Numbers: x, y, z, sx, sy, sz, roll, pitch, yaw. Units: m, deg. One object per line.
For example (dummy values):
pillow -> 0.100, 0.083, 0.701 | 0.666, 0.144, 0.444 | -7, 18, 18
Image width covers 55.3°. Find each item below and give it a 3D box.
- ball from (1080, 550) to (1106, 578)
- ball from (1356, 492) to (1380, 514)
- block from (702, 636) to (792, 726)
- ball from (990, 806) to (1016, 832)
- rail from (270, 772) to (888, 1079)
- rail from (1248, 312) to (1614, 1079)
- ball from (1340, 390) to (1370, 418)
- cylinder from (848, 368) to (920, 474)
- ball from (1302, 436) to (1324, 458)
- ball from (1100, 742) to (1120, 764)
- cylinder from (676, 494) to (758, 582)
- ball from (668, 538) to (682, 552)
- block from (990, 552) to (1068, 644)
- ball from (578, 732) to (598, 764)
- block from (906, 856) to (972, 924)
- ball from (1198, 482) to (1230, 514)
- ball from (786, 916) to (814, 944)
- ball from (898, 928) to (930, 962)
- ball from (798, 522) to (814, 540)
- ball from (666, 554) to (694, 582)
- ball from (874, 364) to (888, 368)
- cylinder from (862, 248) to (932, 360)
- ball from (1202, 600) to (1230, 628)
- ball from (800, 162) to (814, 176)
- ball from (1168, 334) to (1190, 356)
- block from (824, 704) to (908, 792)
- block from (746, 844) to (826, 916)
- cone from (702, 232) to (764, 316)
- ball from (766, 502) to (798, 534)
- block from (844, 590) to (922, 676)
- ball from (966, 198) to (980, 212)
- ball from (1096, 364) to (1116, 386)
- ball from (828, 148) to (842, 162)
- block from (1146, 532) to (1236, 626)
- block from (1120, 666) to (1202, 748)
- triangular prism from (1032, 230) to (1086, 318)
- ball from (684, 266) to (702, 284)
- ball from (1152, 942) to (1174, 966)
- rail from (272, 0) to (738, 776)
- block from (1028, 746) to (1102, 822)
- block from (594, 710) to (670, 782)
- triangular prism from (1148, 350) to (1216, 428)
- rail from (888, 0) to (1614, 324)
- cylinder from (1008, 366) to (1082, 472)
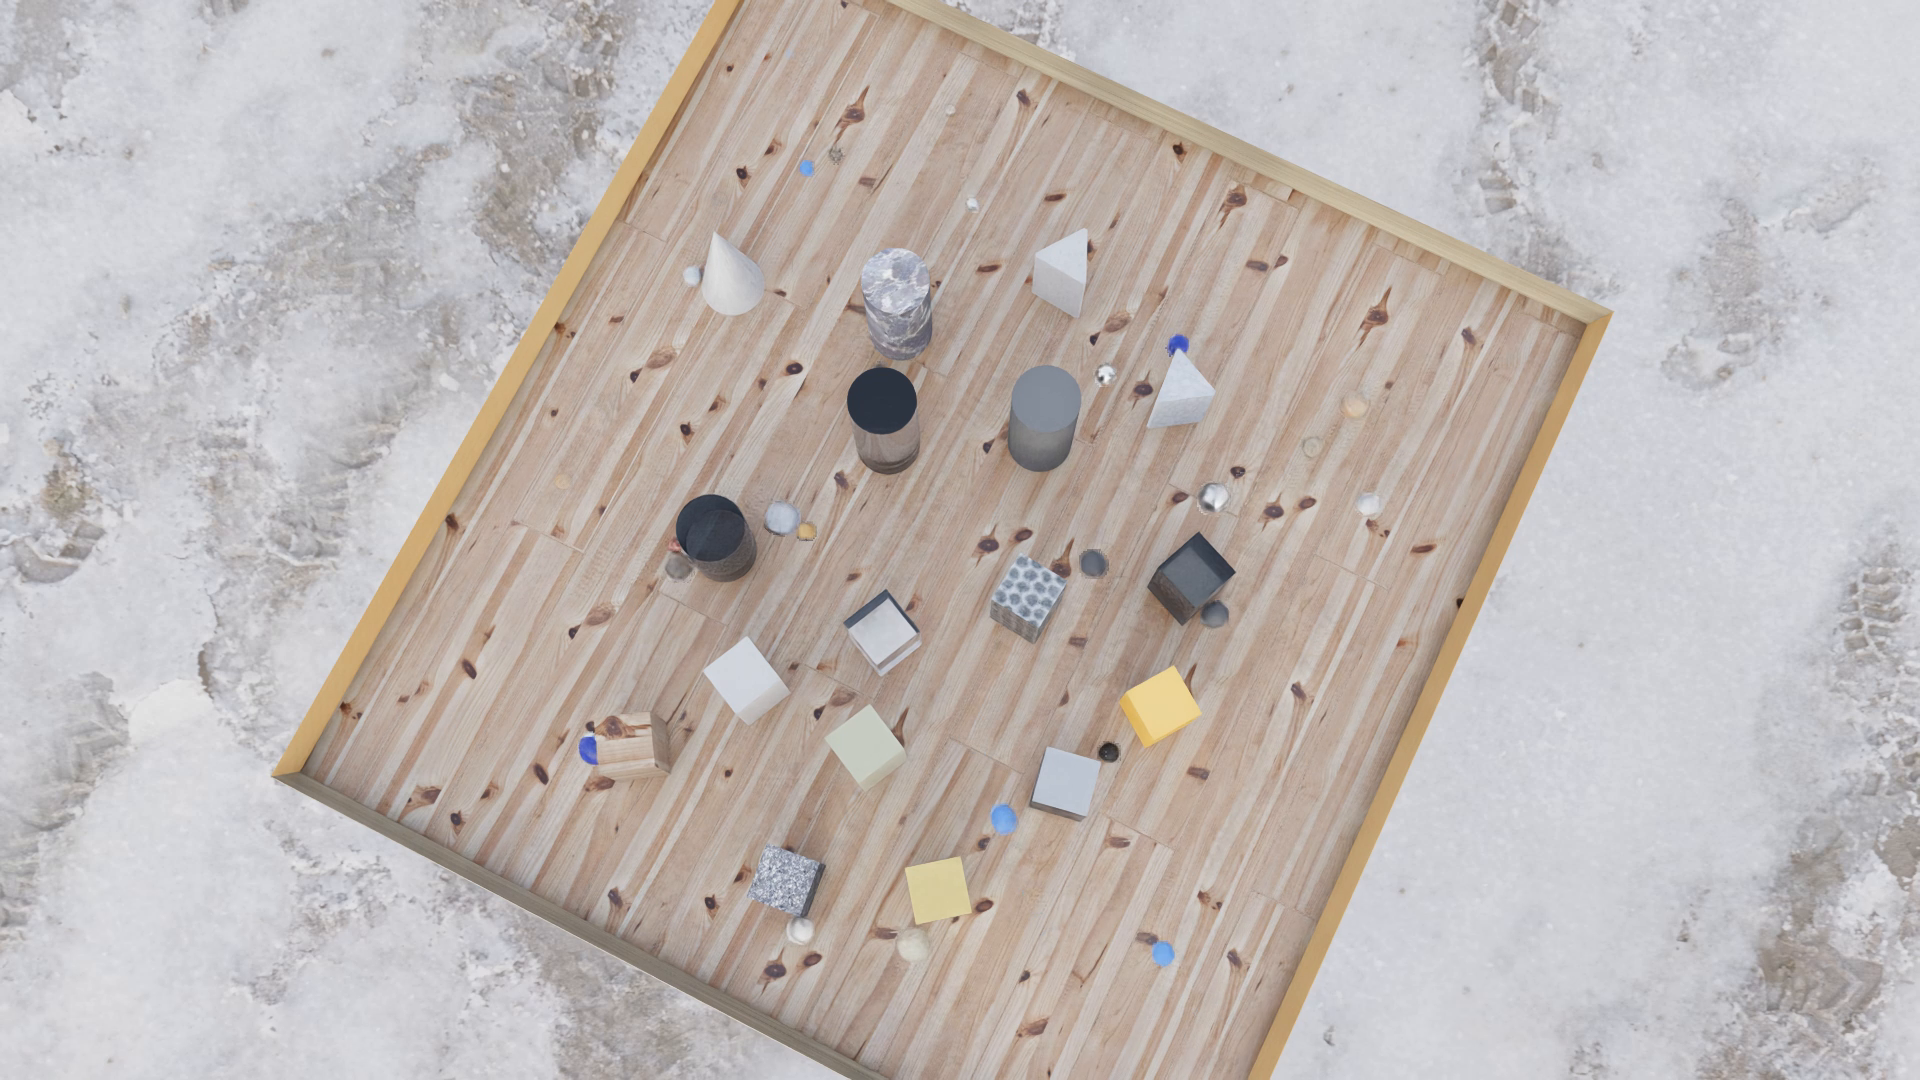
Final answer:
ball -> 0.404, 0.073, 5.560 | 0.082, 0.082, 0.082 | 0, 78, 0
ball -> 1.248, -0.111, 5.605 | 0.069, 0.069, 0.069 | 0, 78, 0
block -> -0.621, 0.416, 5.367 | 0.160, 0.319, 0.160 | -38, 81, -7
ball -> 0.128, 0.822, 5.406 | 0.079, 0.079, 0.079 | 0, 78, 0
rail -> -0.676, 1.331, 5.274 | 2.961, 0.130, 0.045 | 26, 80, 5
rail -> 1.303, 0.645, 5.416 | 0.045, 0.130, 3.072 | 26, 80, 5
ball -> 1.221, -0.419, 5.658 | 0.089, 0.089, 0.089 | 0, 78, 0
cylinder -> -0.222, -0.348, 5.445 | 0.199, 0.478, 0.199 | 0, 78, 0
ball -> 1.086, -0.285, 5.642 | 0.067, 0.067, 0.067 | 0, 78, 0
ball -> 0.444, 0.634, 5.455 | 0.060, 0.060, 0.060 | 0, 78, 0
cylinder -> -0.720, -0.001, 5.448 | 0.199, 0.331, 0.199 | 0, 78, 0
ball -> -0.868, 0.014, 5.590 | 0.047, 0.047, 0.047 | 0, 78, 0
block -> 0.199, 0.177, 5.411 | 0.160, 0.332, 0.160 | 31, 80, 6
ball -> -1.082, 0.618, 5.439 | 0.097, 0.097, 0.097 | 0, 78, 0
block -> -0.061, 1.009, 5.267 | 0.160, 0.275, 0.160 | -11, 79, -2
ball -> 0.776, -0.128, 5.593 | 0.098, 0.098, 0.098 | 0, 78, 0
ball -> -0.467, 1.136, 5.340 | 0.080, 0.080, 0.080 | 0, 78, 0
ball -> -0.133, 1.177, 5.323 | 0.098, 0.098, 0.098 | 0, 78, 0
ball -> -0.470, -0.028, 5.597 | 0.051, 0.051, 0.051 | 0, 78, 0
ball -> -0.848, 0.082, 5.544 | 0.086, 0.086, 0.086 | 0, 78, 0
ball -> -0.244, -0.520, 5.694 | 0.058, 0.058, 0.058 | 0, 78, 0
cylinder -> -0.187, -0.705, 5.529 | 0.199, 0.458, 0.199 | 0, 78, 0
ball -> 0.768, 0.224, 5.515 | 0.083, 0.083, 0.083 | 0, 78, 0
ball -> -0.489, -1.184, 5.839 | 0.045, 0.045, 0.045 | 0, 78, 0
ball -> 0.681, -0.607, 5.708 | 0.067, 0.067, 0.067 | 0, 78, 0
block -> -0.269, 0.606, 5.309 | 0.160, 0.357, 0.160 | -37, 81, -7
block -> -0.498, 0.982, 5.283 | 0.160, 0.255, 0.160 | 20, 79, 4
cone -> -0.716, -0.852, 5.556 | 0.199, 0.465, 0.199 | 0, 78, 0
ball -> -0.542, -0.069, 5.580 | 0.100, 0.100, 0.100 | 0, 78, 0
block -> -0.227, 0.277, 5.425 | 0.160, 0.263, 0.160 | -38, 81, -7
ball -> 0.041, -1.064, 5.815 | 0.043, 0.043, 0.043 | 0, 78, 0
ball -> 0.454, -0.514, 5.689 | 0.067, 0.067, 0.067 | 0, 78, 0
ball -> -0.398, -1.230, 5.849 | 0.044, 0.044, 0.044 | 0, 78, 0
block -> 0.682, 0.118, 5.426 | 0.160, 0.325, 0.160 | -41, 81, -8
block -> 0.586, 0.493, 5.386 | 0.160, 0.251, 0.160 | -28, 80, -6
triangular prism -> 0.337, -0.837, 5.625 | 0.173, 0.322, 0.150 | 31, 80, 6
ball -> -0.840, -0.832, 5.759 | 0.059, 0.059, 0.059 | 0, 78, 0
ball -> 0.592, 1.206, 5.333 | 0.066, 0.066, 0.066 | 0, 78, 0
rail -> -1.303, -0.631, 5.680 | 0.045, 0.130, 3.072 | 26, 80, 5
block -> 0.302, 0.711, 5.319 | 0.160, 0.295, 0.160 | 16, 79, 3
block -> -0.952, 0.603, 5.341 | 0.160, 0.294, 0.160 | -7, 78, -2
triangular prism -> 0.657, -0.463, 5.560 | 0.173, 0.300, 0.150 | -8, 78, -2
rail -> 0.676, -1.318, 5.822 | 2.961, 0.130, 0.045 | 26, 80, 5
cylinder -> 0.247, -0.355, 5.450 | 0.199, 0.469, 0.199 | 0, 78, 0
